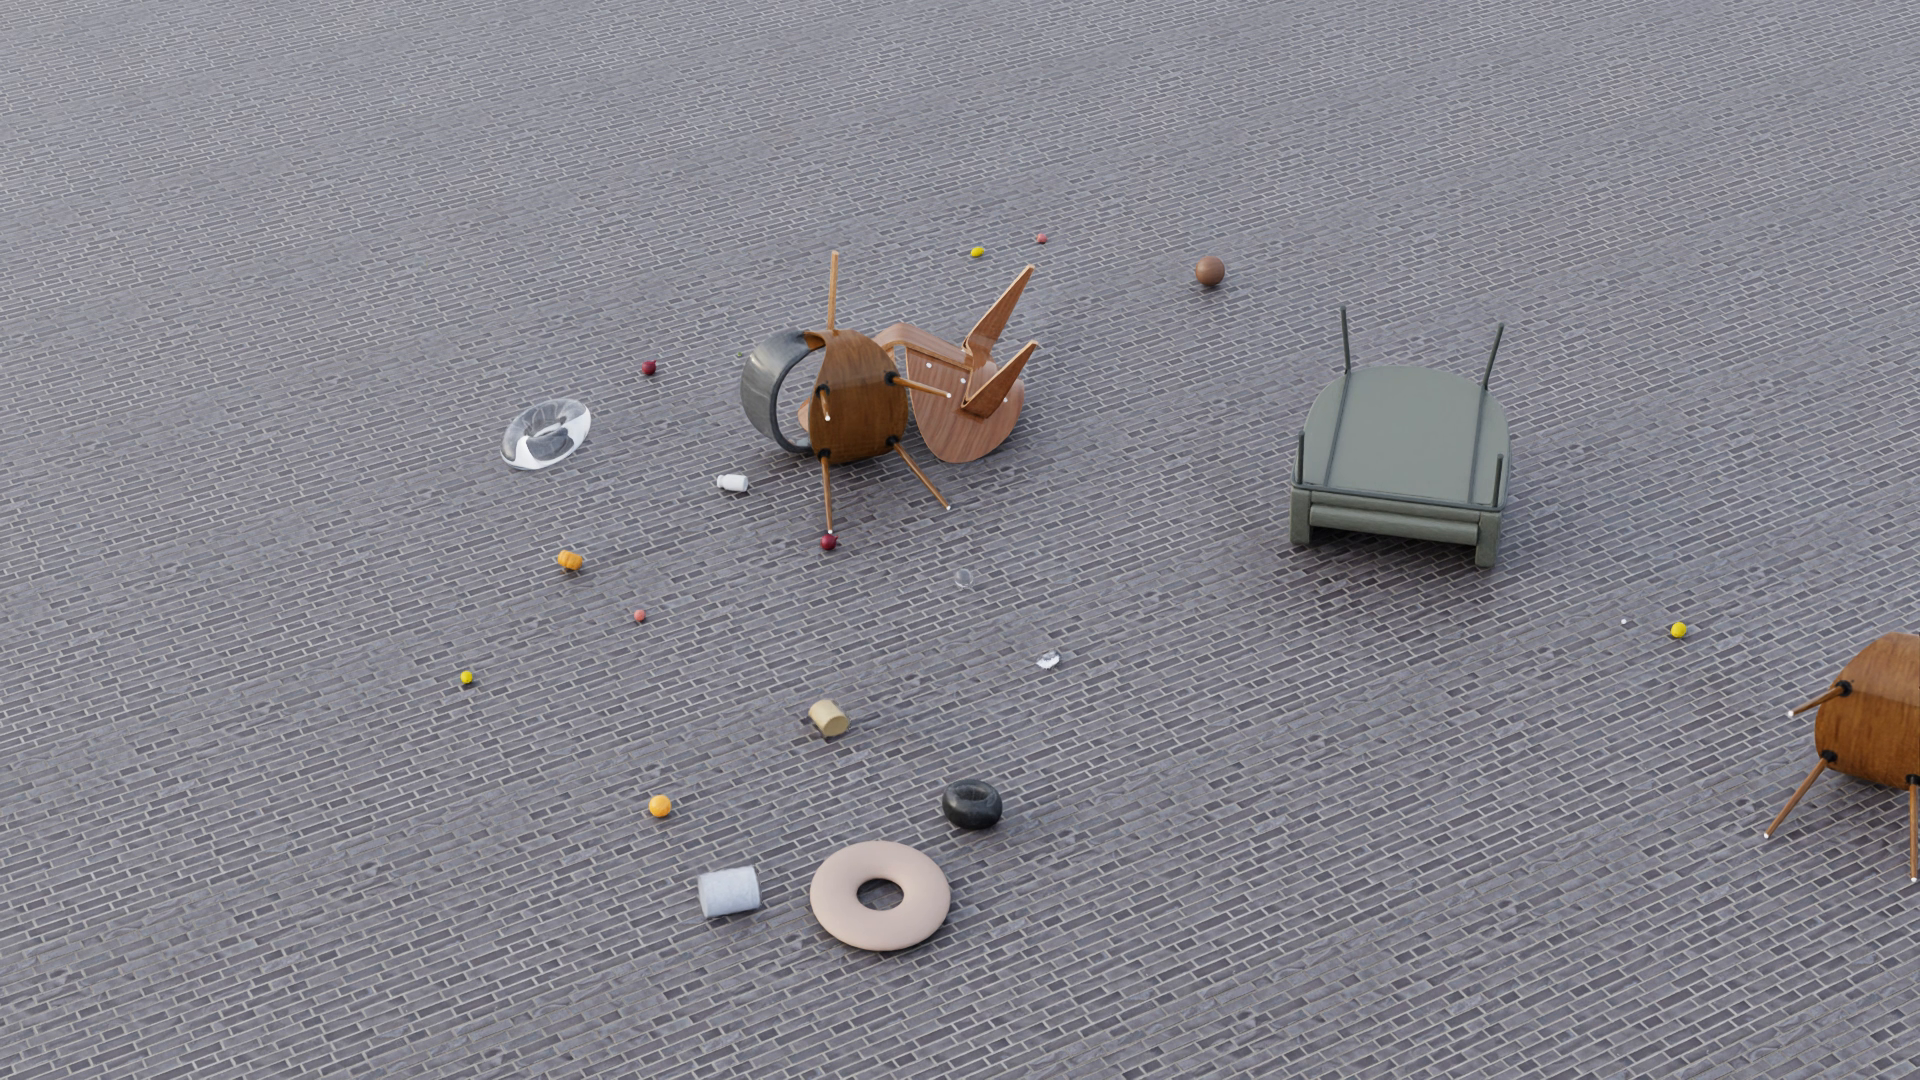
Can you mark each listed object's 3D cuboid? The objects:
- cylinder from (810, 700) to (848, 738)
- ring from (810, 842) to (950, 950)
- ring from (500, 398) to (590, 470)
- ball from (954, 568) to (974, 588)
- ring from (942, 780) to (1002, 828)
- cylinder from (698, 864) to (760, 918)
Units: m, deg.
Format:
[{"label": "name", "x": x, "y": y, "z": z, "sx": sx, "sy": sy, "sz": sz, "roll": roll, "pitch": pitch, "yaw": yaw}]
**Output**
[{"label": "cylinder", "x": -0.446, "y": 0.605, "z": 9.951, "sx": 0.096, "sy": 0.083, "sz": 0.107, "roll": -17, "pitch": 37, "yaw": -24}, {"label": "ring", "x": -0.250, "y": 1.112, "z": 9.193, "sx": 0.441, "sy": 0.071, "sz": 0.514, "roll": -5, "pitch": 34, "yaw": -8}, {"label": "ring", "x": -1.620, "y": -0.416, "z": 11.467, "sx": 0.294, "sy": 0.121, "sz": 0.468, "roll": 14, "pitch": 37, "yaw": 23}, {"label": "ball", "x": 0.013, "y": 0.138, "z": 10.673, "sx": 0.069, "sy": 0.069, "sz": 0.069, "roll": 0, "pitch": 33, "yaw": 0}, {"label": "ring", "x": 0.040, "y": 0.861, "z": 9.543, "sx": 0.212, "sy": 0.105, "sz": 0.183, "roll": 24, "pitch": 36, "yaw": 39}, {"label": "cylinder", "x": -0.722, "y": 1.097, "z": 9.156, "sx": 0.166, "sy": 0.136, "sz": 0.136, "roll": -9, "pitch": 59, "yaw": -14}]
